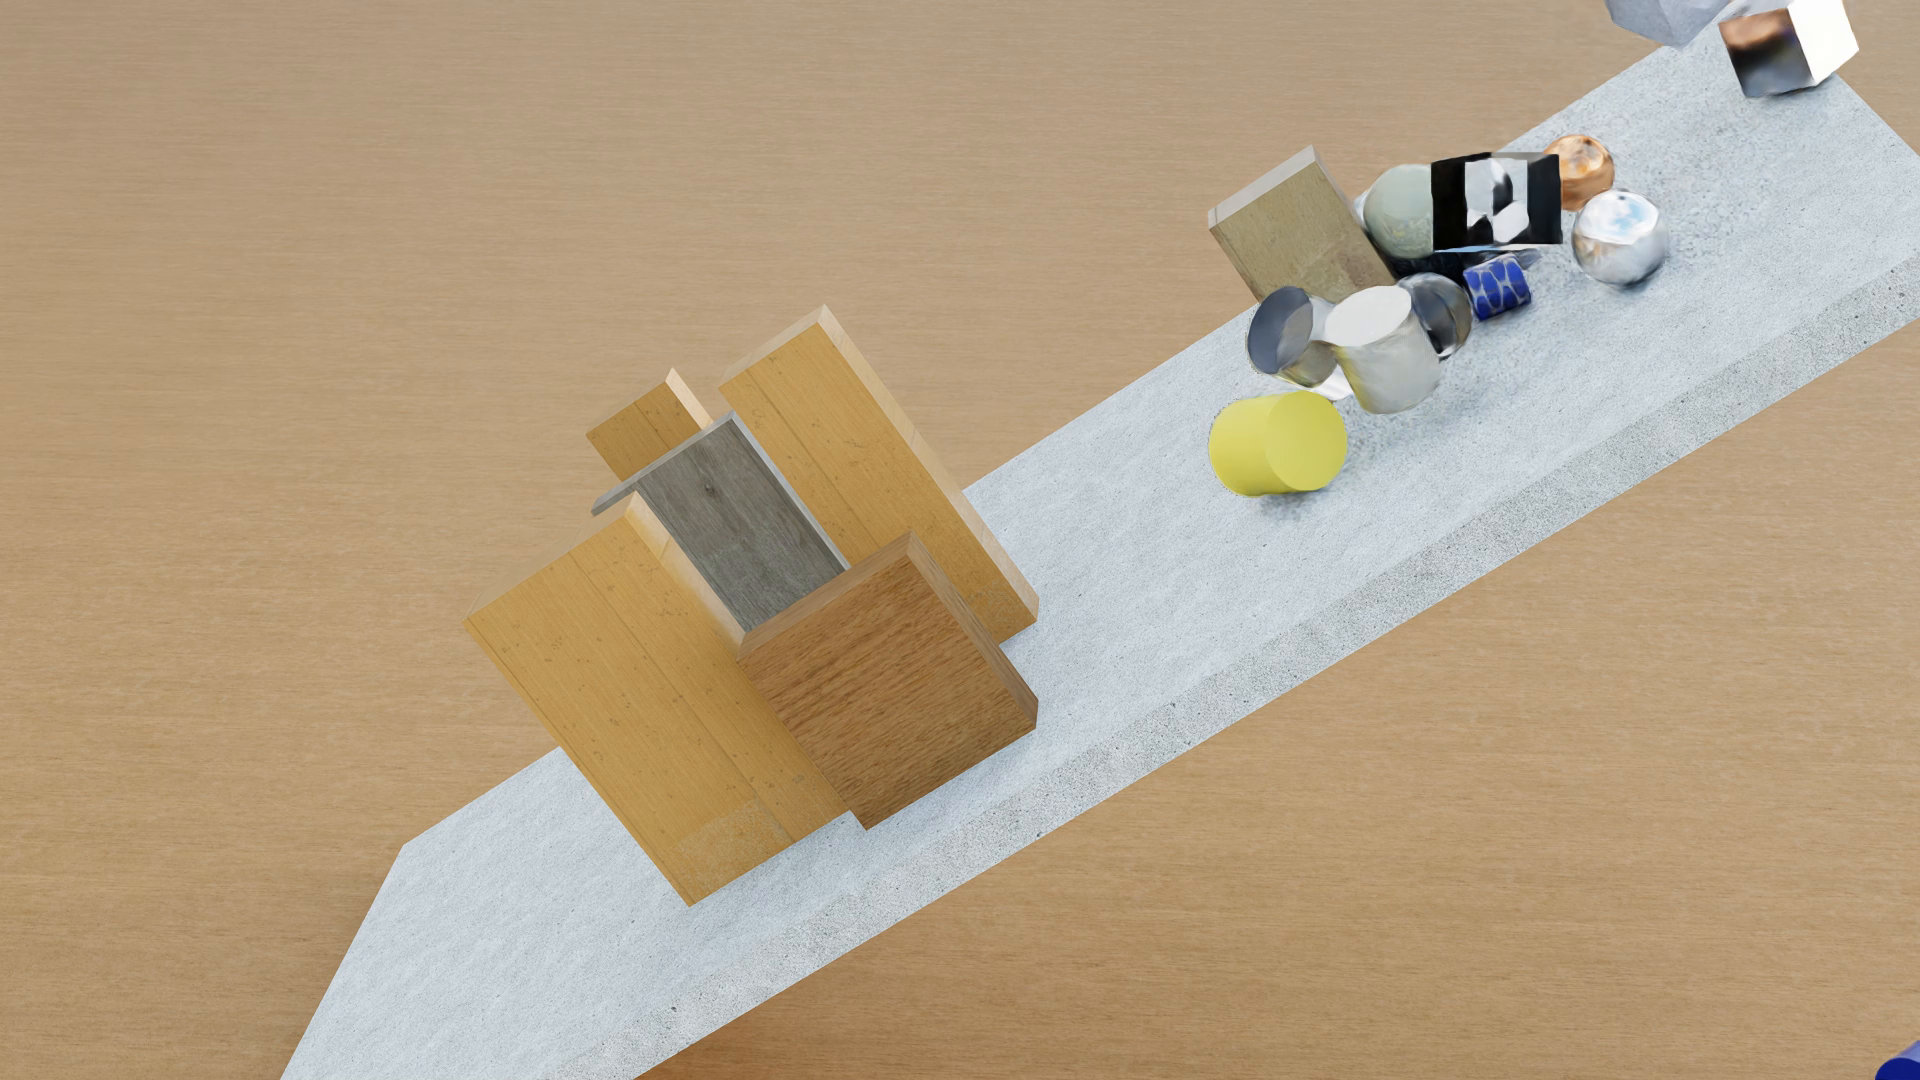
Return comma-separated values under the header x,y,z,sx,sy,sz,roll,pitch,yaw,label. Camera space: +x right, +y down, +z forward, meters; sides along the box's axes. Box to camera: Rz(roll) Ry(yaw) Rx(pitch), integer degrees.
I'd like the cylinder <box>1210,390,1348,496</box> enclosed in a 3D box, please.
x,y,z,sx,sy,sz,roll,pitch,yaw,label
0.622,-0.188,5.755,0.194,0.194,0.194,-12,3,-27,cylinder

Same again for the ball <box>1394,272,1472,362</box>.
x,y,z,sx,sy,sz,roll,pitch,yaw,label
0.928,-0.442,5.861,0.184,0.184,0.184,0,21,0,ball

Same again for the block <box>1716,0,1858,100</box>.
x,y,z,sx,sy,sz,roll,pitch,yaw,label
1.670,-1.015,5.933,0.170,0.170,0.170,-37,19,-34,block

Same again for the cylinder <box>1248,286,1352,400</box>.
x,y,z,sx,sy,sz,roll,pitch,yaw,label
0.679,-0.380,5.677,0.176,0.176,0.176,18,8,-36,cylinder

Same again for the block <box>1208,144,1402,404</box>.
x,y,z,sx,sy,sz,roll,pitch,yaw,label
0.743,-0.545,6.060,0.254,0.453,0.144,-32,16,15,block

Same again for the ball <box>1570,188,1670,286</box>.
x,y,z,sx,sy,sz,roll,pitch,yaw,label
1.246,-0.571,5.553,0.183,0.183,0.183,0,21,0,ball

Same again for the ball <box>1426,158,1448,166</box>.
x,y,z,sx,sy,sz,roll,pitch,yaw,label
1.040,-0.729,6.277,0.170,0.170,0.170,0,21,0,ball

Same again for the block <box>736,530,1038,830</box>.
x,y,z,sx,sy,sz,roll,pitch,yaw,label
-0.136,0.269,5.613,0.396,0.425,0.131,-32,16,15,block

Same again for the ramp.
x,y,z,sx,sy,sz,roll,pitch,yaw,label
0.136,0.173,6.305,4.000,0.100,2.000,-32,16,15,ramp

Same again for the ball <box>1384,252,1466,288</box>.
x,y,z,sx,sy,sz,roll,pitch,yaw,label
0.986,-0.592,6.176,0.187,0.187,0.187,0,21,0,ball

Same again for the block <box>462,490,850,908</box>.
x,y,z,sx,sy,sz,roll,pitch,yaw,label
-0.589,0.321,5.836,0.402,0.746,0.141,-32,16,15,block

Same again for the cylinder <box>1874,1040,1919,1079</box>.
x,y,z,sx,sy,sz,roll,pitch,yaw,label
2.192,1.222,6.624,0.188,0.188,0.188,-19,28,-40,cylinder

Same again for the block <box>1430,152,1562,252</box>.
x,y,z,sx,sy,sz,roll,pitch,yaw,label
1.069,-0.672,5.861,0.179,0.179,0.179,-3,1,-31,block

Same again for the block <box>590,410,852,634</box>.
x,y,z,sx,sy,sz,roll,pitch,yaw,label
-0.510,0.043,6.794,0.405,0.585,0.081,-32,16,15,block

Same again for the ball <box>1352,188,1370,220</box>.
x,y,z,sx,sy,sz,roll,pitch,yaw,label
0.957,-0.712,6.622,0.172,0.172,0.172,0,21,0,ball

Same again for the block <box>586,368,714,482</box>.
x,y,z,sx,sy,sz,roll,pitch,yaw,label
-0.595,-0.066,7.111,0.241,0.685,0.110,-32,16,15,block

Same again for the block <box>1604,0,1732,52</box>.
x,y,z,sx,sy,sz,roll,pitch,yaw,label
1.437,-1.158,5.999,0.194,0.194,0.194,-45,42,-7,block

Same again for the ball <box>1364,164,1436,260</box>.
x,y,z,sx,sy,sz,roll,pitch,yaw,label
0.921,-0.669,6.001,0.196,0.196,0.196,0,21,0,ball

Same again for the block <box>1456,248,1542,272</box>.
x,y,z,sx,sy,sz,roll,pitch,yaw,label
1.101,-0.604,6.057,0.112,0.112,0.112,-39,29,-10,block

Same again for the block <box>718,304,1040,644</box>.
x,y,z,sx,sy,sz,roll,pitch,yaw,label
-0.161,-0.093,6.069,0.251,0.777,0.127,-32,16,15,block

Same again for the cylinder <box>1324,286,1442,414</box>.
x,y,z,sx,sy,sz,roll,pitch,yaw,label
0.799,-0.358,5.545,0.173,0.173,0.173,-21,36,16,cylinder

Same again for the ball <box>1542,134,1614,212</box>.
x,y,z,sx,sy,sz,roll,pitch,yaw,label
1.241,-0.739,5.930,0.156,0.156,0.156,0,21,0,ball
